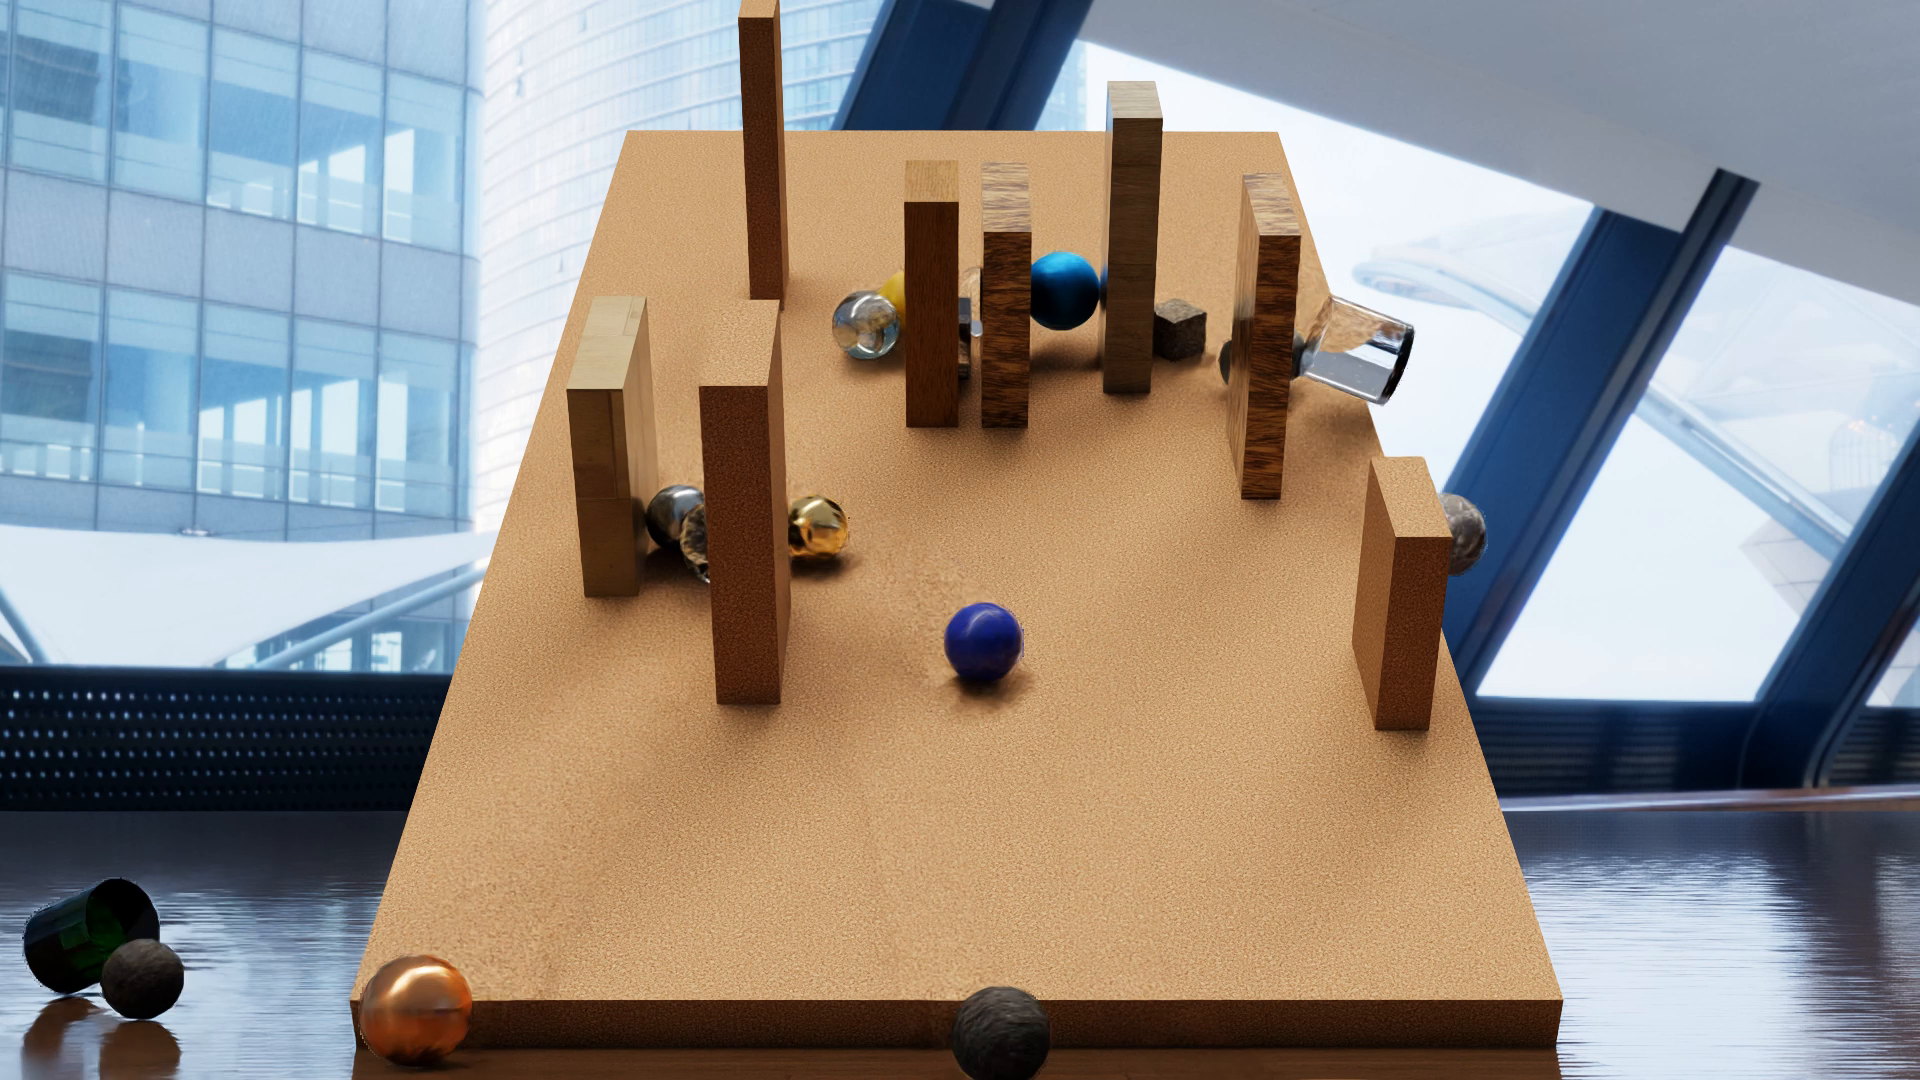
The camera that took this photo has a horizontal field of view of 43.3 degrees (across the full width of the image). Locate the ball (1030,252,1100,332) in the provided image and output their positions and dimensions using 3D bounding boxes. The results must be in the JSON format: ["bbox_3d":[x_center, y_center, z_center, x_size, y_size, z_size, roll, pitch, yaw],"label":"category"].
[{"bbox_3d":[0.253,-0.622,6.065,0.197,0.197,0.197,0,-6,0],"label":"ball"}]

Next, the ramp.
[{"bbox_3d":[-0.013,-0.207,5.737,2.000,0.100,4.000,0,30,0],"label":"ramp"}]

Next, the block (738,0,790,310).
[{"bbox_3d":[-0.501,-0.999,6.213,0.086,0.785,0.244,0,30,0],"label":"block"}]

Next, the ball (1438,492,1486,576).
[{"bbox_3d":[1.033,-0.012,5.158,0.176,0.176,0.176,0,-6,0],"label":"ball"}]

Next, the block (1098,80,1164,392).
[{"bbox_3d":[0.407,-0.726,5.830,0.115,0.705,0.251,0,30,0],"label":"block"}]

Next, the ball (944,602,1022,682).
[{"bbox_3d":[0.045,0.202,4.781,0.157,0.157,0.157,0,-6,0],"label":"ball"}]

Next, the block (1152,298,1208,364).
[{"bbox_3d":[0.541,-0.527,6.081,0.109,0.109,0.109,-21,37,-32],"label":"block"}]

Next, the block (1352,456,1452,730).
[{"bbox_3d":[0.851,0.102,4.687,0.104,0.431,0.312,0,30,0],"label":"block"}]

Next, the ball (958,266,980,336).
[{"bbox_3d":[0.052,-0.606,6.142,0.181,0.181,0.181,0,-6,0],"label":"ball"}]

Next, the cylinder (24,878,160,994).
[{"bbox_3d":[-1.833,0.837,5.112,0.193,0.193,0.193,-24,-16,25],"label":"cylinder"}]

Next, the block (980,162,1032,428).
[{"bbox_3d":[0.107,-0.591,5.798,0.110,0.502,0.430,0,30,0],"label":"block"}]

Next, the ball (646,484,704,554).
[{"bbox_3d":[-0.601,-0.045,5.208,0.149,0.149,0.149,0,-6,0],"label":"ball"}]

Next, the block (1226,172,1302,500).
[{"bbox_3d":[0.677,-0.457,5.434,0.088,0.641,0.353,0,30,0],"label":"block"}]

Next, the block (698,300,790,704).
[{"bbox_3d":[-0.413,-0.073,4.715,0.124,0.695,0.372,0,30,0],"label":"block"}]

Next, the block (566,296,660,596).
[{"bbox_3d":[-0.732,-0.204,5.145,0.112,0.486,0.445,0,30,0],"label":"block"}]

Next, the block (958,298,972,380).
[{"bbox_3d":[-0.049,-0.500,5.988,0.152,0.152,0.152,0,30,0],"label":"block"}]

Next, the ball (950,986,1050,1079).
[{"bbox_3d":[0.058,0.707,3.447,0.143,0.143,0.143,0,-6,0],"label":"ball"}]

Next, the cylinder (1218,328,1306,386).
[{"bbox_3d":[0.738,-0.439,5.886,0.153,0.153,0.153,-25,10,-36],"label":"cylinder"}]

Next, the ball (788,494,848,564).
[{"bbox_3d":[-0.312,-0.023,5.174,0.148,0.148,0.148,0,-6,0],"label":"ball"}]

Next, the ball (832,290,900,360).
[{"bbox_3d":[-0.234,-0.536,6.029,0.172,0.172,0.172,0,-6,0],"label":"ball"}]

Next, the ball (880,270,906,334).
[{"bbox_3d":[-0.127,-0.604,6.154,0.164,0.164,0.164,0,-6,0],"label":"ball"}]

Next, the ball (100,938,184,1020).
[{"bbox_3d":[-1.534,0.824,4.541,0.150,0.150,0.150,0,-6,0],"label":"ball"}]

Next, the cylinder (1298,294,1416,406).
[{"bbox_3d":[0.941,-0.450,5.742,0.207,0.207,0.207,20,-8,-3],"label":"cylinder"}]

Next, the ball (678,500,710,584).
[{"bbox_3d":[-0.493,0.000,5.083,0.193,0.193,0.193,0,-6,0],"label":"ball"}]

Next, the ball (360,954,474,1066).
[{"bbox_3d":[-0.837,0.724,3.726,0.171,0.171,0.171,0,-6,0],"label":"ball"}]

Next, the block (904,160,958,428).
[{"bbox_3d":[-0.066,-0.579,5.706,0.124,0.573,0.254,0,30,0],"label":"block"}]
